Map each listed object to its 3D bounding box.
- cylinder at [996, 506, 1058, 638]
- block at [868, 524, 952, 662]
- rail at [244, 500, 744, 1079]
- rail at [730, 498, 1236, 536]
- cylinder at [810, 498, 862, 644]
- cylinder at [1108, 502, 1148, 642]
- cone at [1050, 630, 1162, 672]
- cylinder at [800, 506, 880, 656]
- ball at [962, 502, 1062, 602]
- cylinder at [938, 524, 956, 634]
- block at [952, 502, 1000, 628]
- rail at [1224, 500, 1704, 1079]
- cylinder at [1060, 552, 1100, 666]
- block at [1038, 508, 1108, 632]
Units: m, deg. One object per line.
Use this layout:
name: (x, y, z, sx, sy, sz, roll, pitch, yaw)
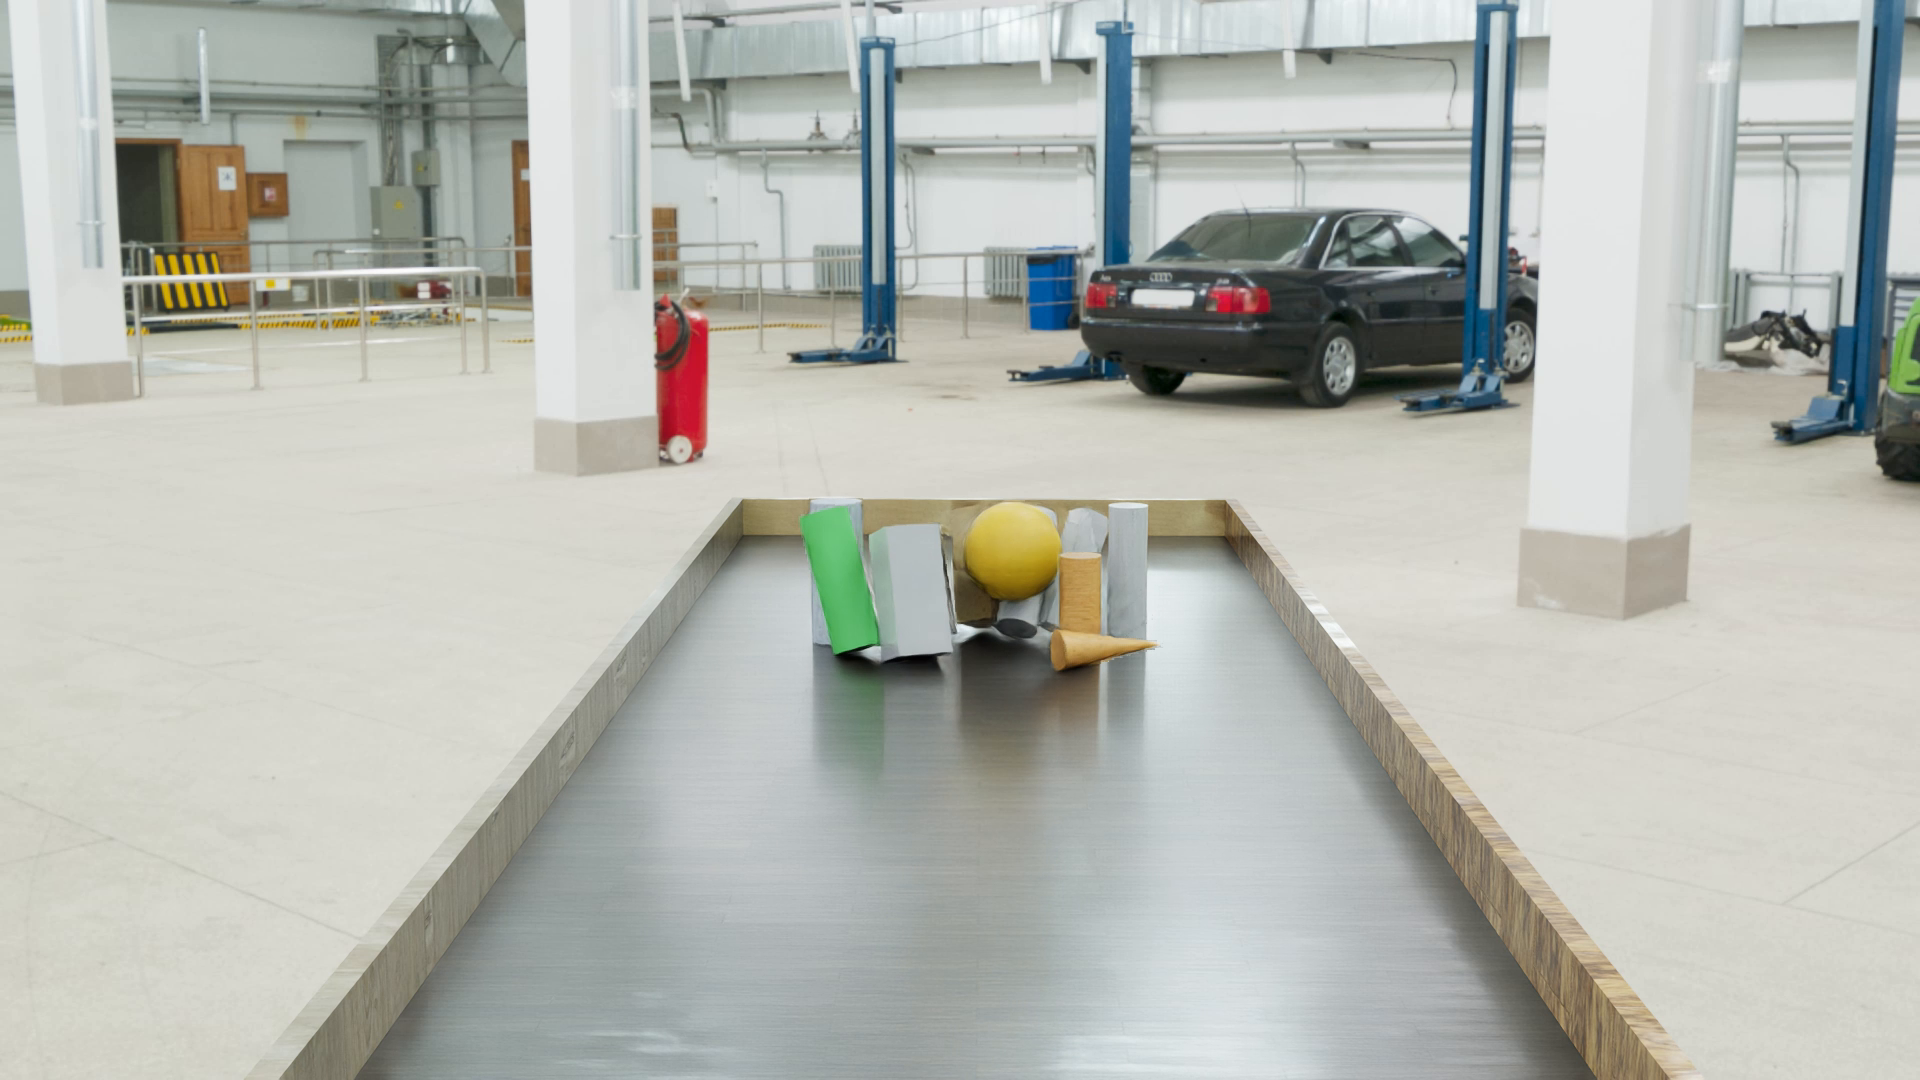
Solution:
cylinder: (0.216, 0.102, 7.067, 0.132, 0.421, 0.132, 9, -30, 5)
block: (-0.151, 0.161, 6.642, 0.169, 0.390, 0.169, -3, -8, -21)
rail: (-1.004, 0.839, 3.234, 0.050, 0.150, 12.000, 0, 9, 1)
rail: (0.099, -0.098, 9.147, 2.100, 0.150, 0.050, 0, 9, 1)
cylinder: (-0.389, 0.099, 6.953, 0.165, 0.444, 0.165, -1, 7, 0)
cylinder: (0.529, 0.107, 6.938, 0.124, 0.437, 0.124, 0, 9, 0)
cone: (0.453, 0.322, 6.594, 0.344, 0.125, 0.125, -2, 9, -18)
cylinder: (-0.364, 0.126, 6.750, 0.153, 0.432, 0.153, -15, -6, -2)
ball: (0.164, 0.037, 6.852, 0.312, 0.312, 0.312, 0, 9, 0)
cylinder: (-0.104, 0.133, 6.979, 0.137, 0.350, 0.137, -9, 0, 0)
block: (0.079, 0.085, 7.121, 0.145, 0.374, 0.145, -11, -16, 35)
rail: (1.046, 0.843, 3.208, 0.050, 0.150, 12.000, 0, 9, 1)
cylinder: (0.363, 0.207, 6.657, 0.126, 0.326, 0.126, 0, 10, 0)
block: (0.359, 0.100, 7.064, 0.103, 0.397, 0.103, 26, -16, -22)
